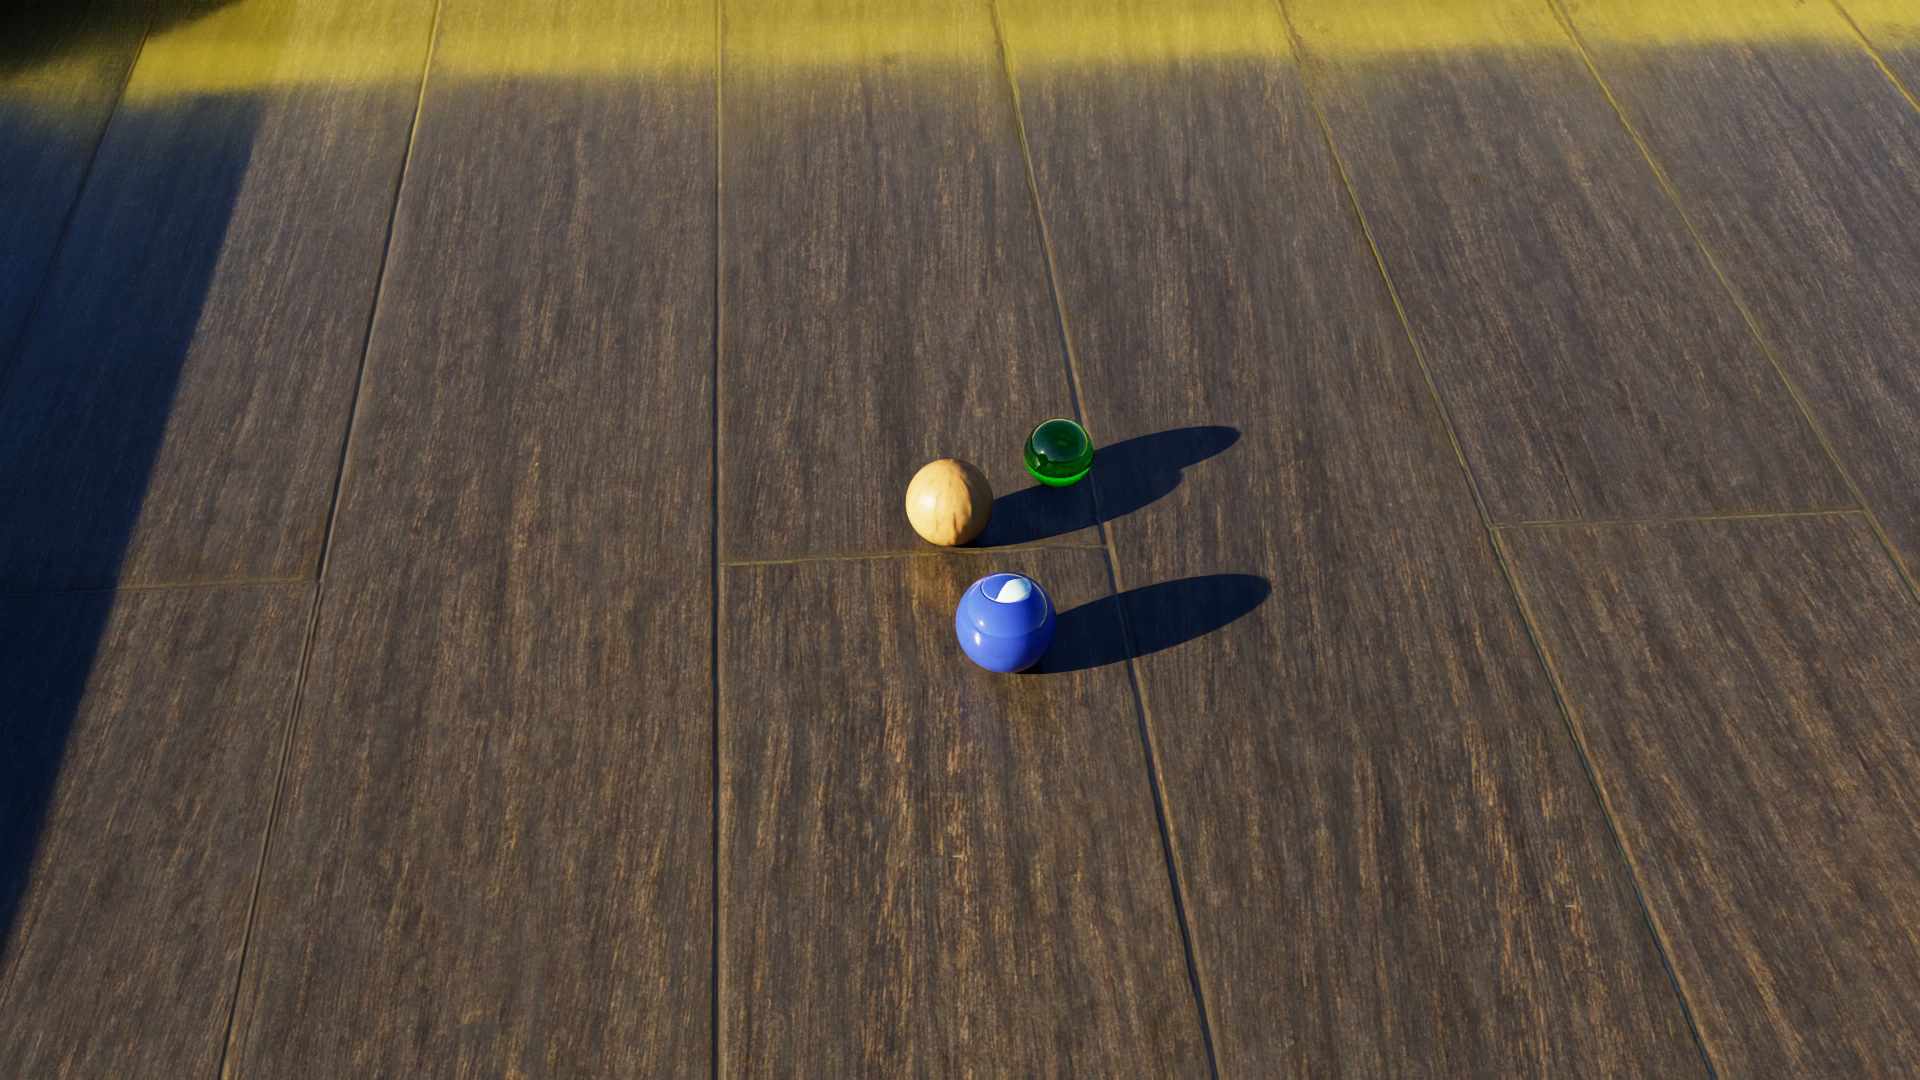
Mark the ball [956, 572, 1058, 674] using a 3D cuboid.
[{"bbox_3d":[0.028,0.049,1.535,0.061,0.061,0.061,0,37,0],"label":"ball"}]

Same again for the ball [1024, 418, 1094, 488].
[{"bbox_3d":[0.065,-0.058,1.693,0.046,0.046,0.046,0,37,0],"label":"ball"}]

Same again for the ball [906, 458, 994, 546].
[{"bbox_3d":[-0.007,-0.024,1.639,0.056,0.056,0.056,0,37,0],"label":"ball"}]
